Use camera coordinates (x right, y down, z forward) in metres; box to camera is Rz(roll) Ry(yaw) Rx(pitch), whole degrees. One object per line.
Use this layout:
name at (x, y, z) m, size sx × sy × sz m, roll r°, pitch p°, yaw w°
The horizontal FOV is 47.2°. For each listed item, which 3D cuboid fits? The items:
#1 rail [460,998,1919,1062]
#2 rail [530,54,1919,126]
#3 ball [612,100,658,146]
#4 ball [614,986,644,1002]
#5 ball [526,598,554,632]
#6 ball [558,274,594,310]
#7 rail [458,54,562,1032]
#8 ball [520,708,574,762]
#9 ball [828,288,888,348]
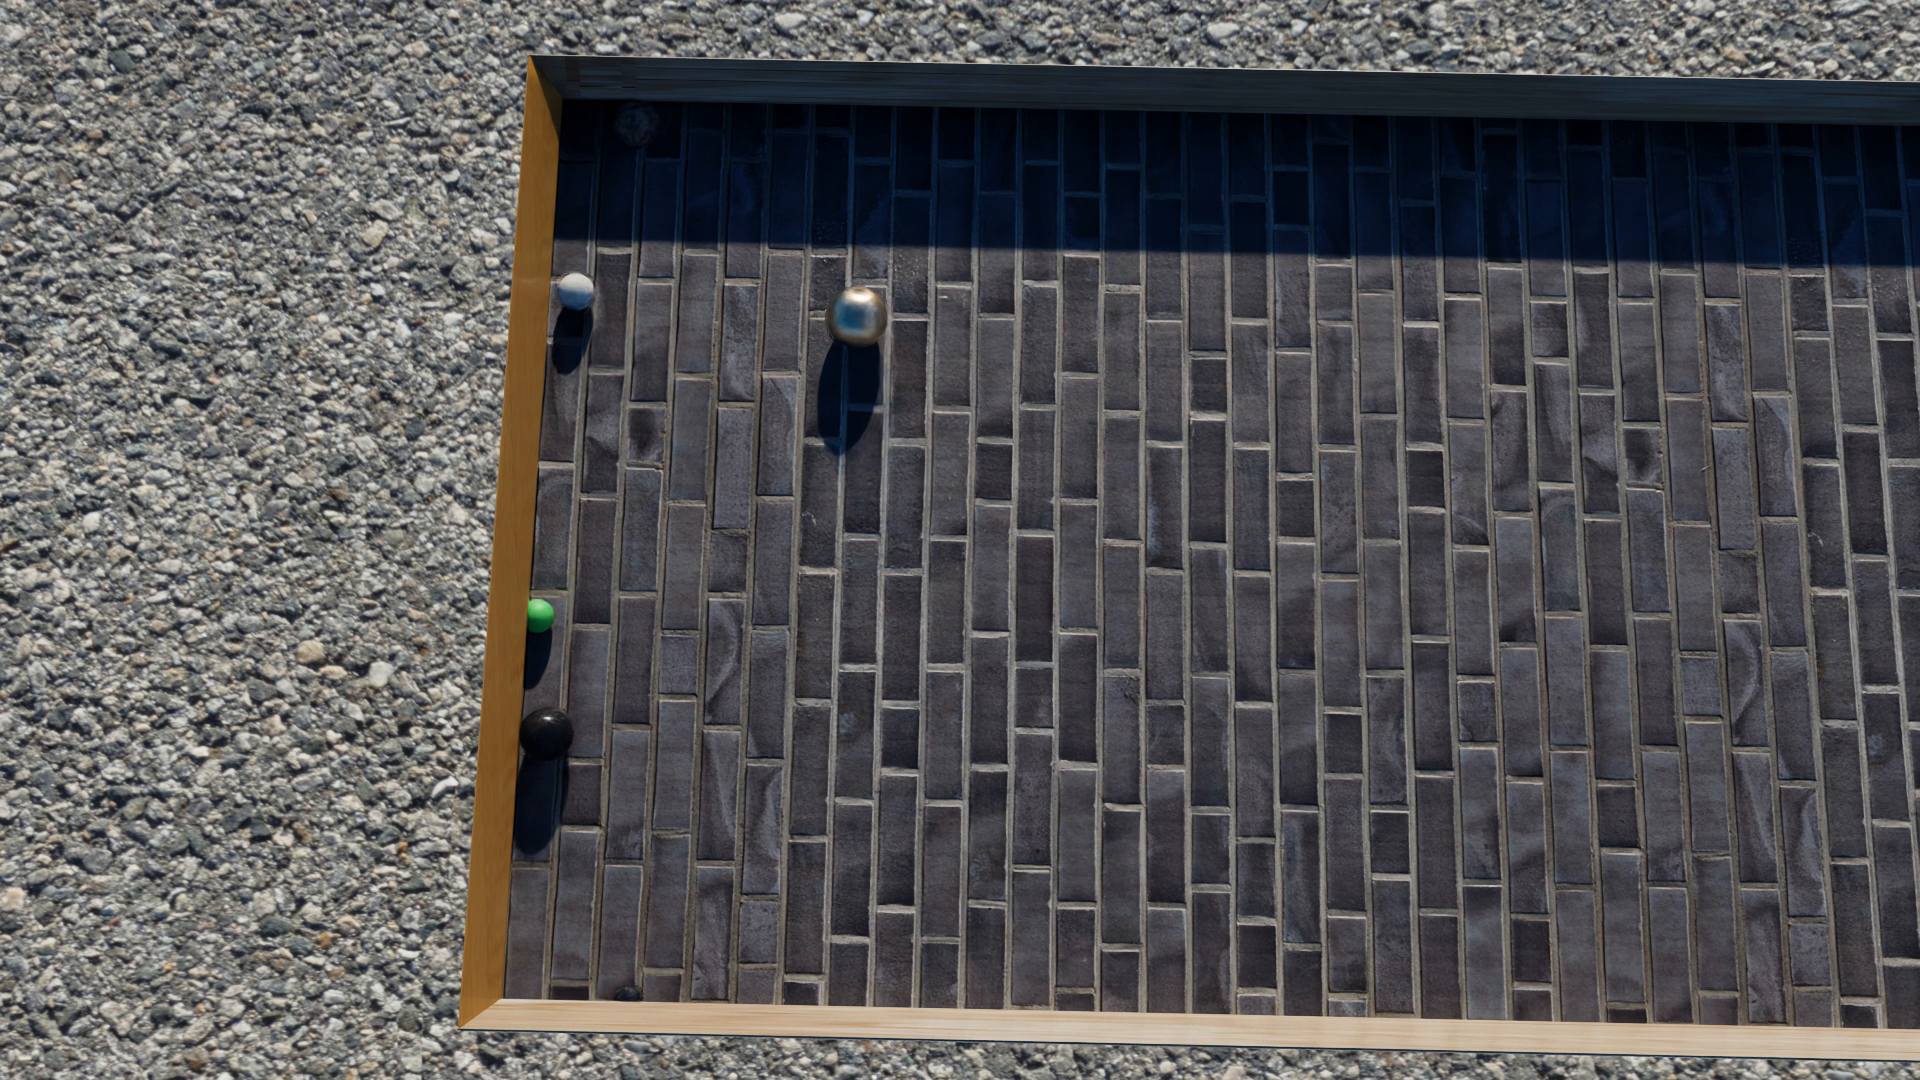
rail at (0.671, 0.704, 3.129) m, size 2.746 × 0.121 × 0.045 m, roll 1°, pitch 77°, yaw 0°
rail at (0.702, -0.689, 3.460) m, size 2.746 × 0.121 × 0.045 m, roll 1°, pitch 77°, yaw 0°
ball at (-0.513, -0.659, 3.479) m, size 0.072 × 0.072 × 0.072 m, roll 0°, pitch 77°, yaw 0°
ball at (-0.480, 0.667, 3.179) m, size 0.044 × 0.044 × 0.044 m, roll 0°, pitch 77°, yaw 0°
ball at (-0.635, 0.114, 3.306) m, size 0.051 × 0.051 × 0.051 m, roll 0°, pitch 77°, yaw 0°
ball at (-0.597, -0.386, 3.421) m, size 0.058 × 0.058 × 0.058 m, roll 0°, pitch 77°, yaw 0°
rail at (-0.663, -0.020, 3.301) m, size 0.045 × 0.121 × 1.480 m, roll 1°, pitch 77°, yaw 0°
ball at (-0.611, 0.287, 3.250) m, size 0.080 × 0.080 × 0.080 m, roll 0°, pitch 77°, yaw 0°
ball at (-0.158, -0.342, 3.393) m, size 0.093 × 0.093 × 0.093 m, roll 0°, pitch 77°, yaw 0°
